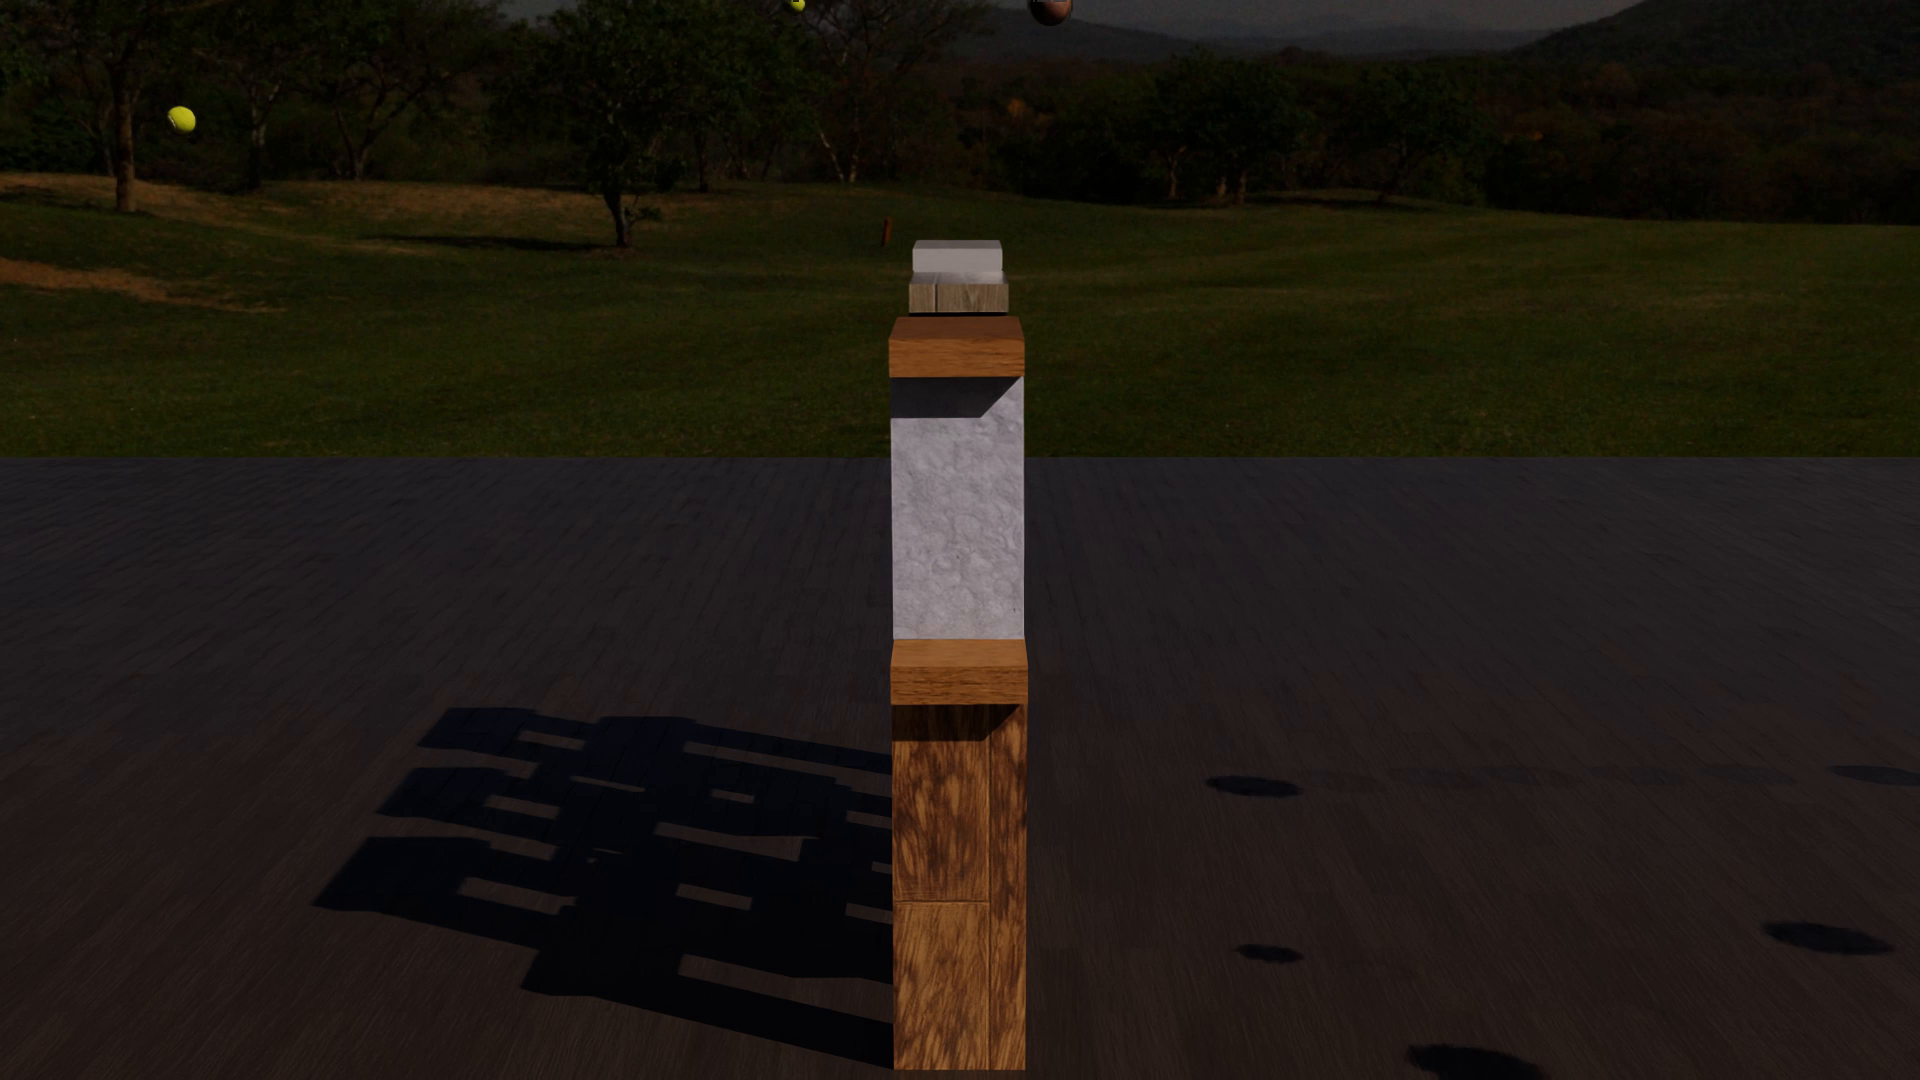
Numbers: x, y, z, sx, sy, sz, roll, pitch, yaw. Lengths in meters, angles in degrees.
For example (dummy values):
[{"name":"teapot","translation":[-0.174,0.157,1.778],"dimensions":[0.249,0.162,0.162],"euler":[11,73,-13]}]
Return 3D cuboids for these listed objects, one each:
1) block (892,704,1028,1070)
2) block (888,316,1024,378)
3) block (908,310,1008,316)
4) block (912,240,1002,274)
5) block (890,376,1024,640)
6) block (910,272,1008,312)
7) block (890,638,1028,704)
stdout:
[{"name":"block","translation":[-0.001,0.458,2.958],"dimensions":[0.178,0.519,0.050],"euler":[0,11,0]},{"name":"block","translation":[-0.004,-0.272,3.071],"dimensions":[0.179,0.051,0.357],"euler":[0,10,0]},{"name":"block","translation":[-0.003,-0.208,3.433],"dimensions":[0.151,0.302,0.043],"euler":[0,11,0]},{"name":"block","translation":[-0.004,-0.507,3.932],"dimensions":[0.154,0.044,0.308],"euler":[0,11,0]},{"name":"block","translation":[-0.003,-0.047,2.991],"dimensions":[0.179,0.362,0.051],"euler":[0,10,0]},{"name":"block","translation":[-0.001,-0.396,3.500],"dimensions":[0.151,0.043,0.302],"euler":[0,10,0]},{"name":"block","translation":[0.000,0.157,3.023],"dimensions":[0.178,0.050,0.356],"euler":[0,10,0]}]
